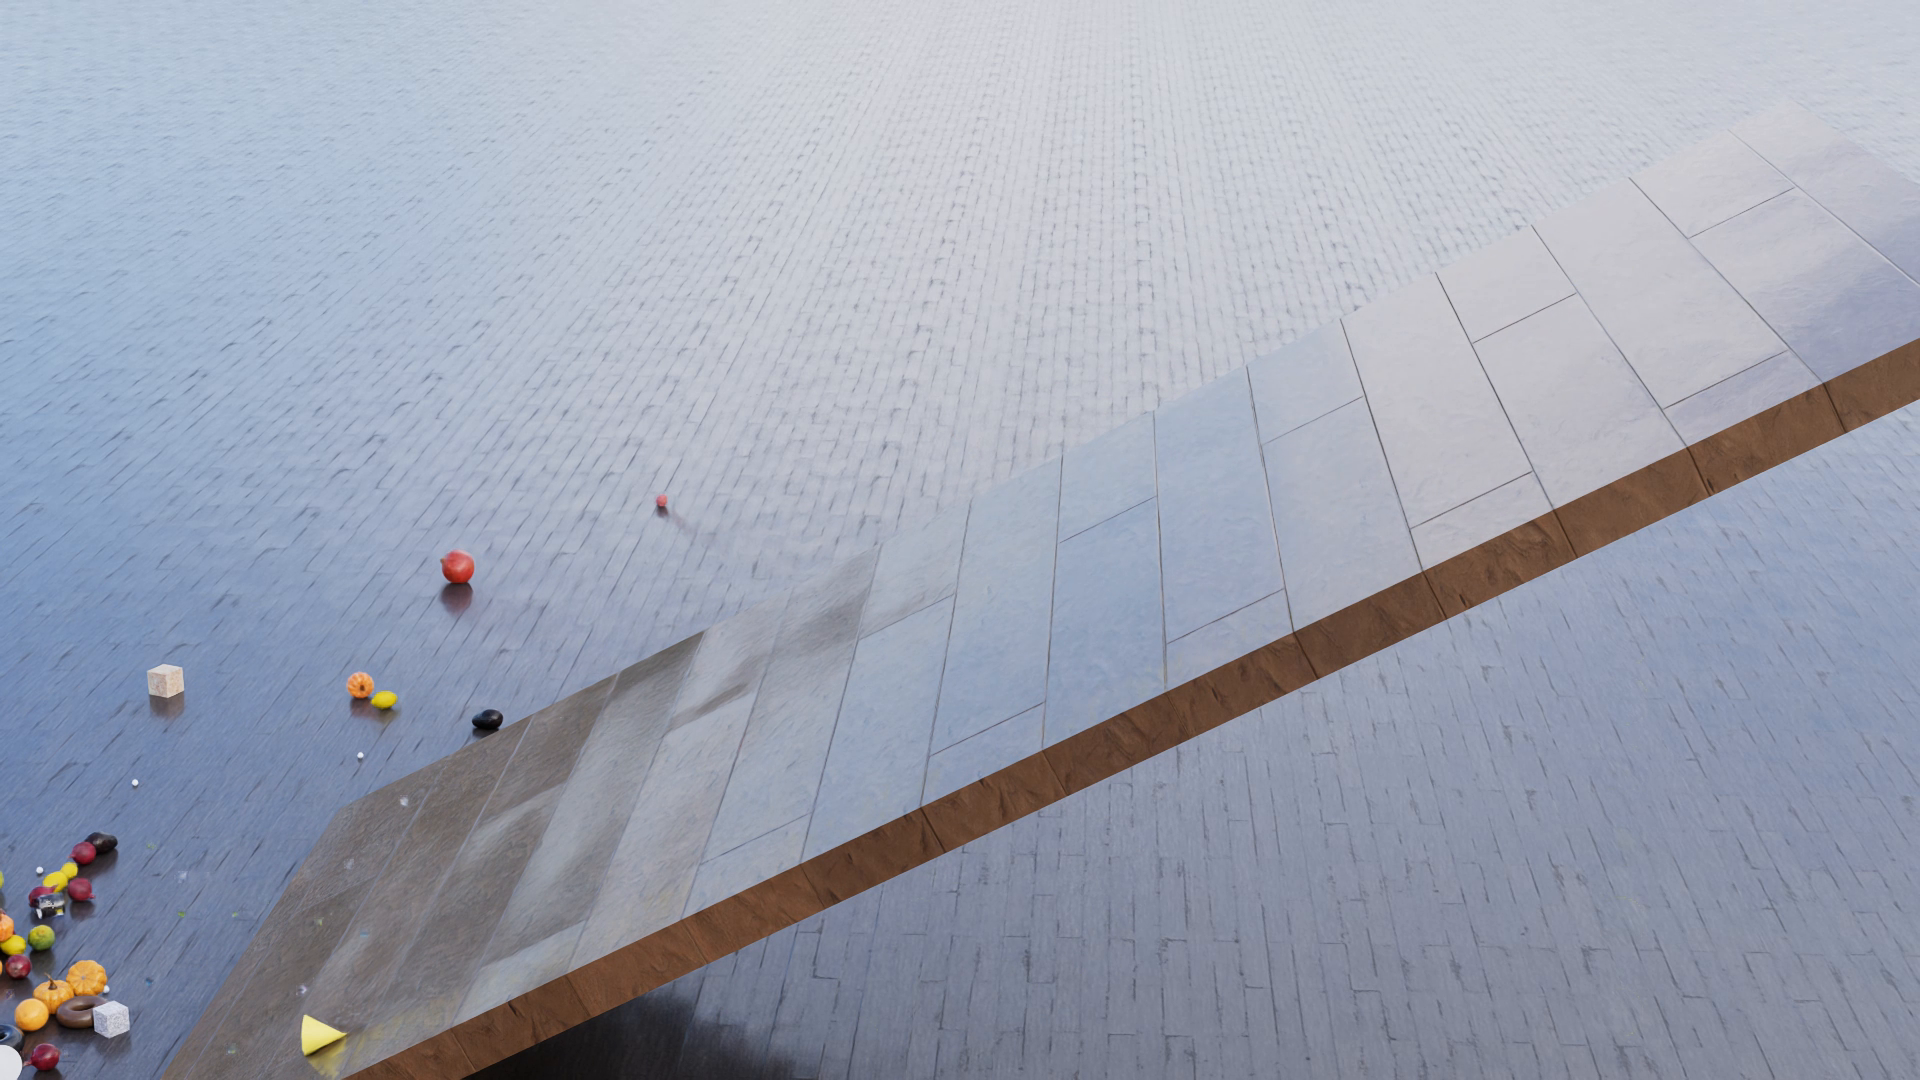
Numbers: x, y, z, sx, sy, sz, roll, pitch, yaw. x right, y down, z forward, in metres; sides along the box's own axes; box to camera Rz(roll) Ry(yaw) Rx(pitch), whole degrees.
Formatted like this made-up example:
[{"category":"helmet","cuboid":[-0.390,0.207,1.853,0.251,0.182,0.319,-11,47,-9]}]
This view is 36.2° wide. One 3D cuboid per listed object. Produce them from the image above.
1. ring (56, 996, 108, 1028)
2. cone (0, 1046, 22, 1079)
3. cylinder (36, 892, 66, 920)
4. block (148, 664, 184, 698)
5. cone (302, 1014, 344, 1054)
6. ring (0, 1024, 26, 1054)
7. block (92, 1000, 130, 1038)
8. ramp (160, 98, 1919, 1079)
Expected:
[{"category":"ring","cuboid":[-1.974,1.062,6.619,0.119,0.040,0.119,-1,18,0]},{"category":"cone","cuboid":[-2.075,1.139,6.367,0.089,0.089,0.089,-5,-9,-16]},{"category":"cylinder","cuboid":[-2.211,0.889,7.152,0.057,0.057,0.057,-10,20,-29]},{"category":"block","cuboid":[-2.340,0.415,8.666,0.071,0.071,0.071,9,19,26]},{"category":"cone","cuboid":[-1.252,0.978,5.806,0.080,0.080,0.080,4,17,-7]},{"category":"ring","cuboid":[-2.127,1.107,6.458,0.143,0.048,0.143,-1,17,0]},{"category":"block","cuboid":[-1.895,1.070,6.566,0.055,0.055,0.055,14,22,39]},{"category":"ramp","cuboid":[0.140,0.167,6.281,4.000,0.100,2.000,-26,14,10]}]
